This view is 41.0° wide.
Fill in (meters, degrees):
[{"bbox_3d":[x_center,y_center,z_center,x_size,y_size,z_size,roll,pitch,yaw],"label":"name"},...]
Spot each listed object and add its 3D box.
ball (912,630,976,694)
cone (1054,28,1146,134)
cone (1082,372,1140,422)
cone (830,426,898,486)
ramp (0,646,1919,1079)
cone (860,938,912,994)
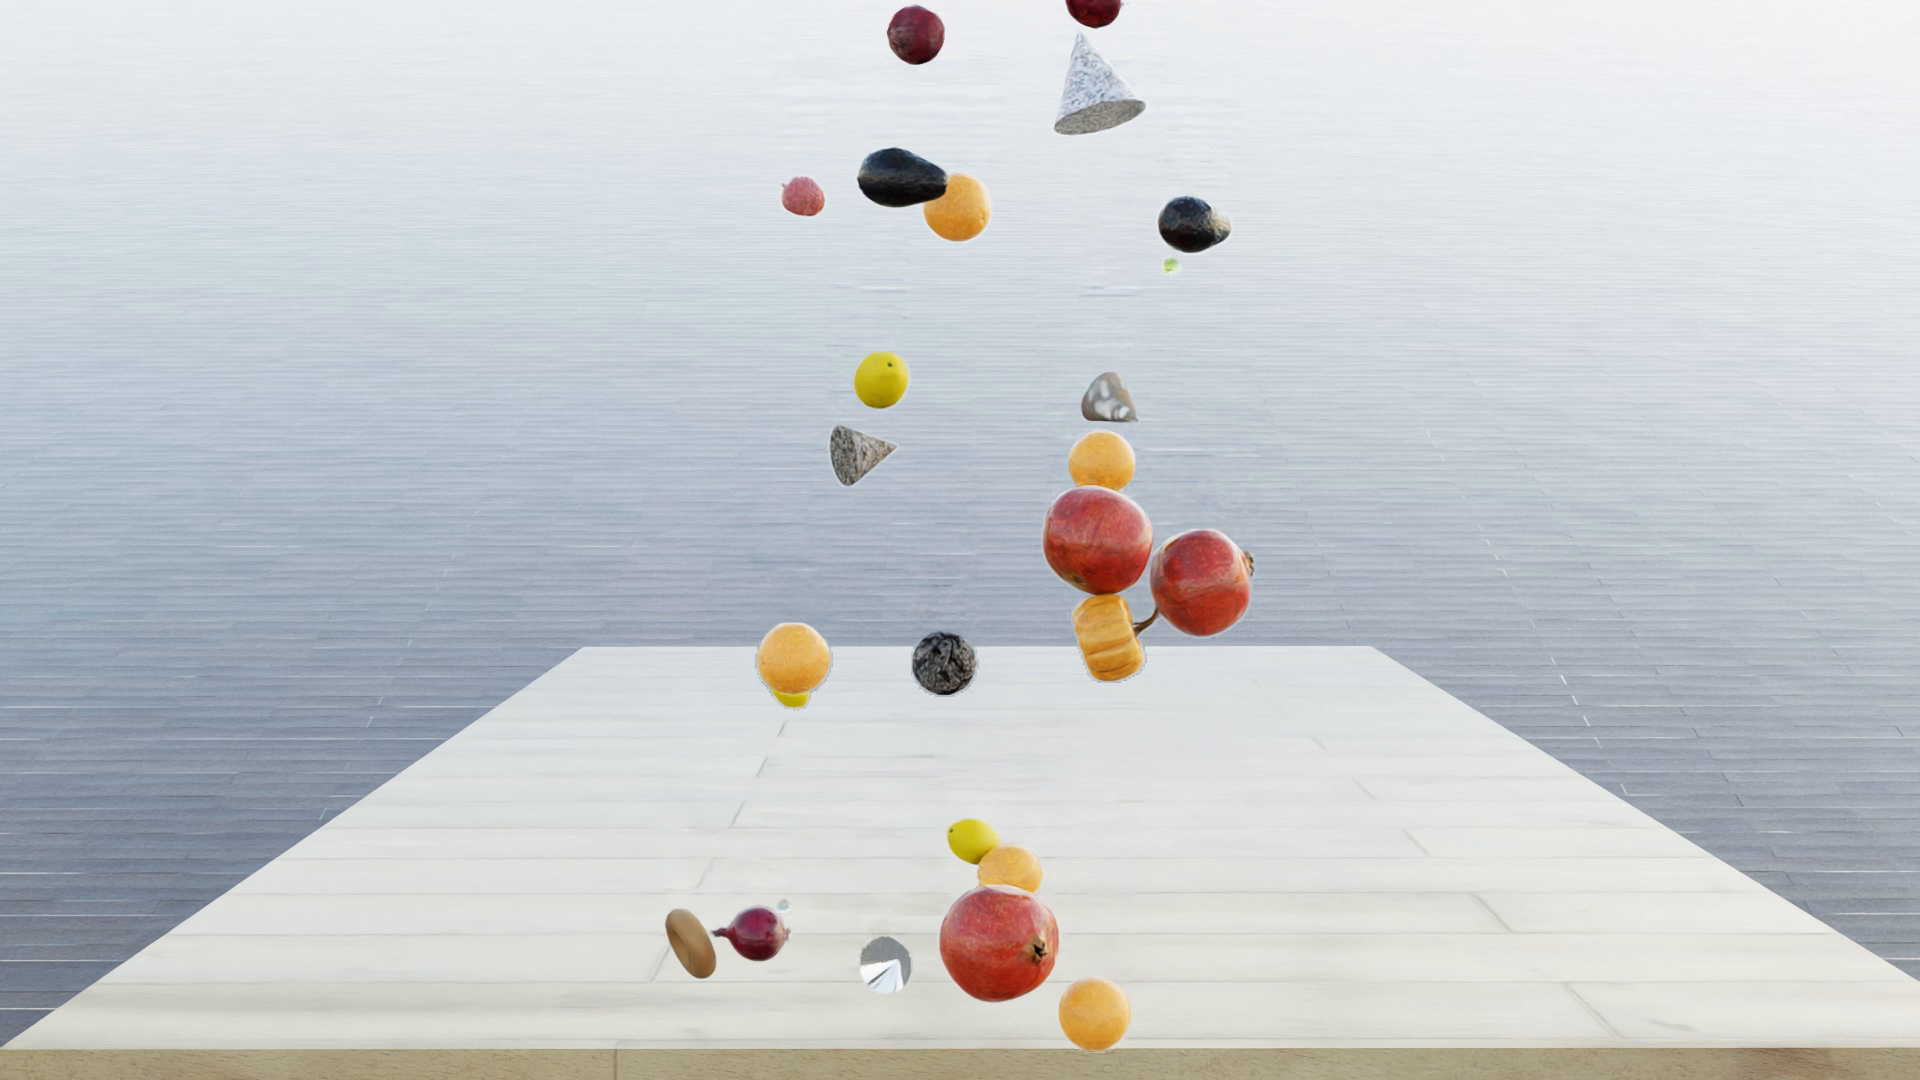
[{"bbox_3d":[-0.018,0.136,2.841,0.071,0.071,0.071,0,21,0],"label":"ball"},{"bbox_3d":[0.119,-0.431,2.369,0.088,0.088,0.088,-13,-8,-2],"label":"cone"},{"bbox_3d":[0.161,-0.131,2.569,0.057,0.057,0.057,-16,40,-36],"label":"cone"},{"bbox_3d":[-0.094,-0.094,2.721,0.065,0.065,0.065,-11,23,-28],"label":"cone"},{"bbox_3d":[0.048,0.436,4.532,2.000,0.100,4.000,0,3,0],"label":"ramp"},{"bbox_3d":[-0.065,0.431,2.632,0.057,0.057,0.057,8,3,21],"label":"cone"}]
